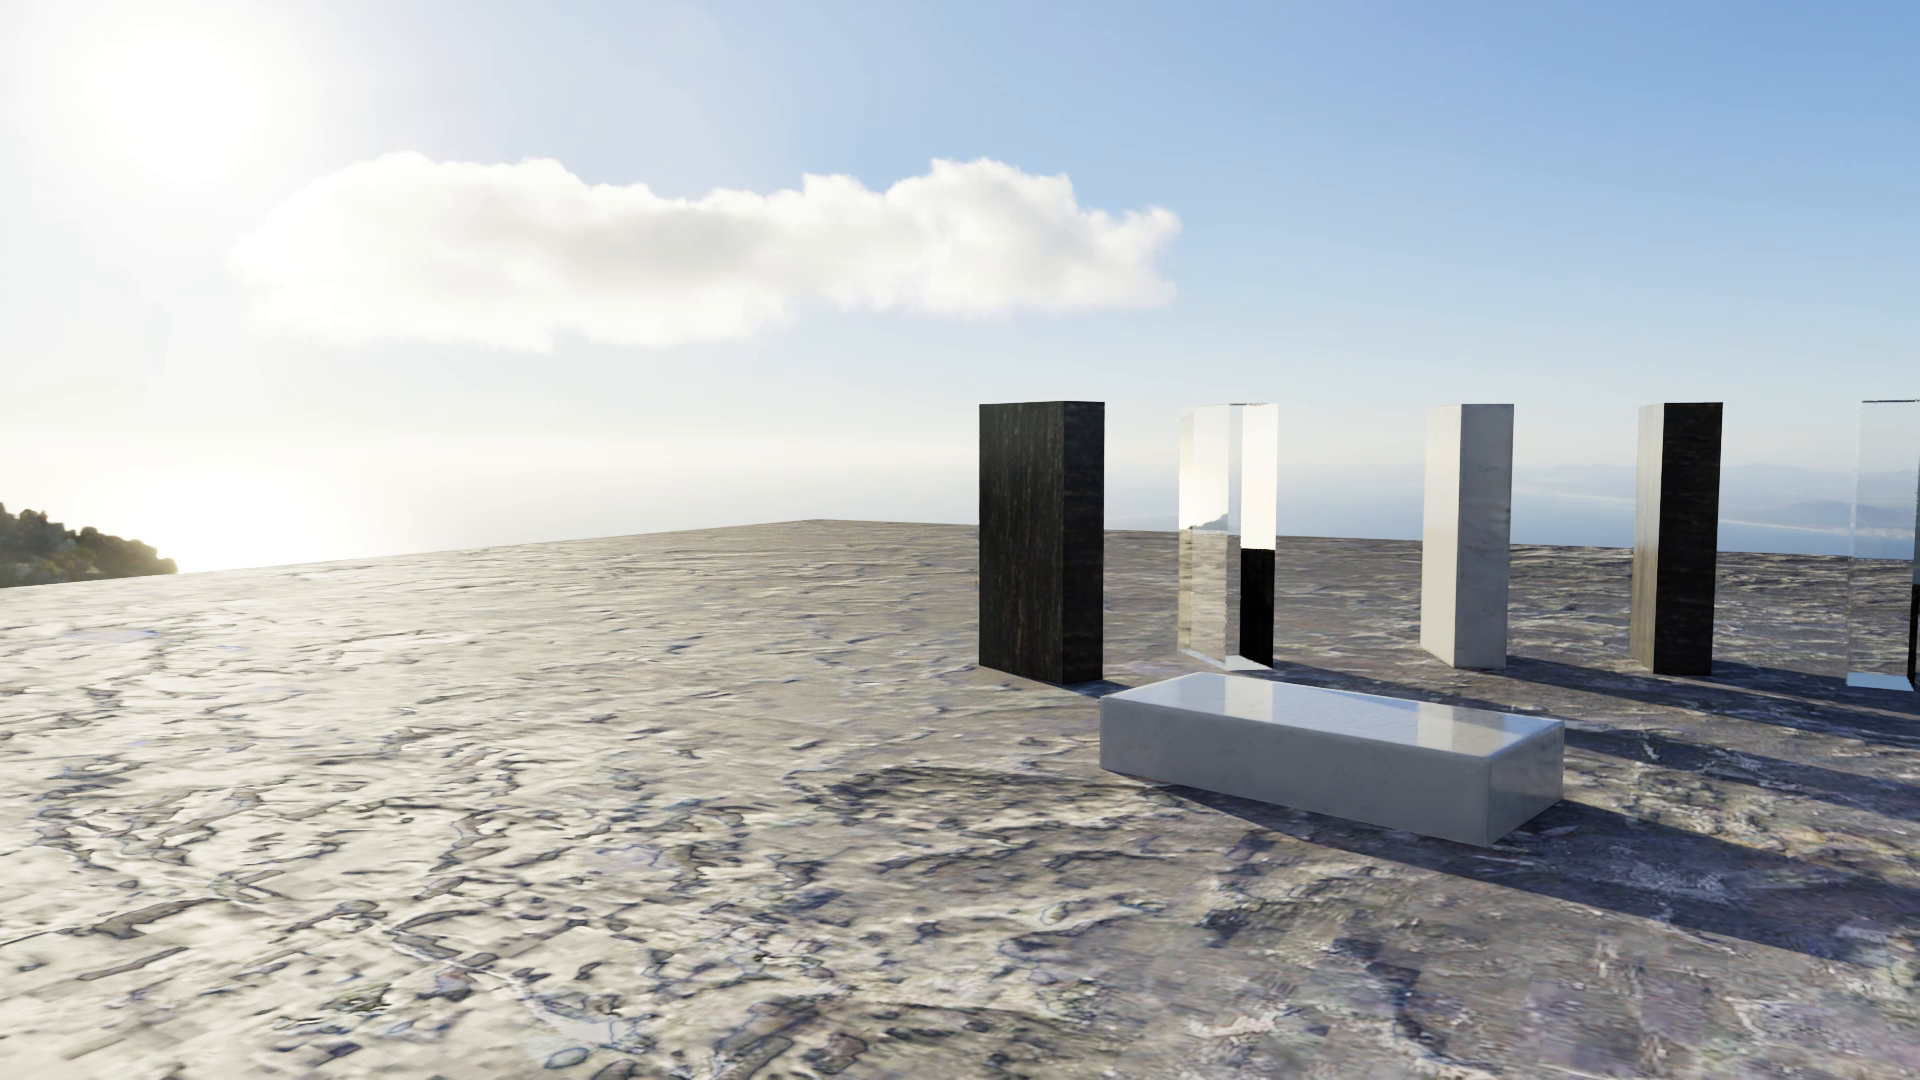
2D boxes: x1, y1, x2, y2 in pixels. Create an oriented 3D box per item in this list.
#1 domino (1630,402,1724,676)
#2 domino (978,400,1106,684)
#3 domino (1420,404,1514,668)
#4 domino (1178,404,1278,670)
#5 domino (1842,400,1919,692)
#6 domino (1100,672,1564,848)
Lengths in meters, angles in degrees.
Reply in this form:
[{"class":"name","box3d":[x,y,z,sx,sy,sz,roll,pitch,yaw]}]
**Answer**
[{"class":"domino","box3d":[0.137,-0.001,0.246,0.009,0.050,0.025,1,5,18]},{"class":"domino","box3d":[0.015,0.000,0.238,0.009,0.050,0.025,-3,5,-35]},{"class":"domino","box3d":[0.100,-0.001,0.254,0.010,0.050,0.025,0,4,6]},{"class":"domino","box3d":[0.052,-0.001,0.252,0.009,0.050,0.025,-1,4,-11]},{"class":"domino","box3d":[0.167,0.000,0.232,0.010,0.050,0.025,3,5,33]},{"class":"domino","box3d":[0.045,0.026,0.161,0.050,0.010,0.025,4,6,42]}]
